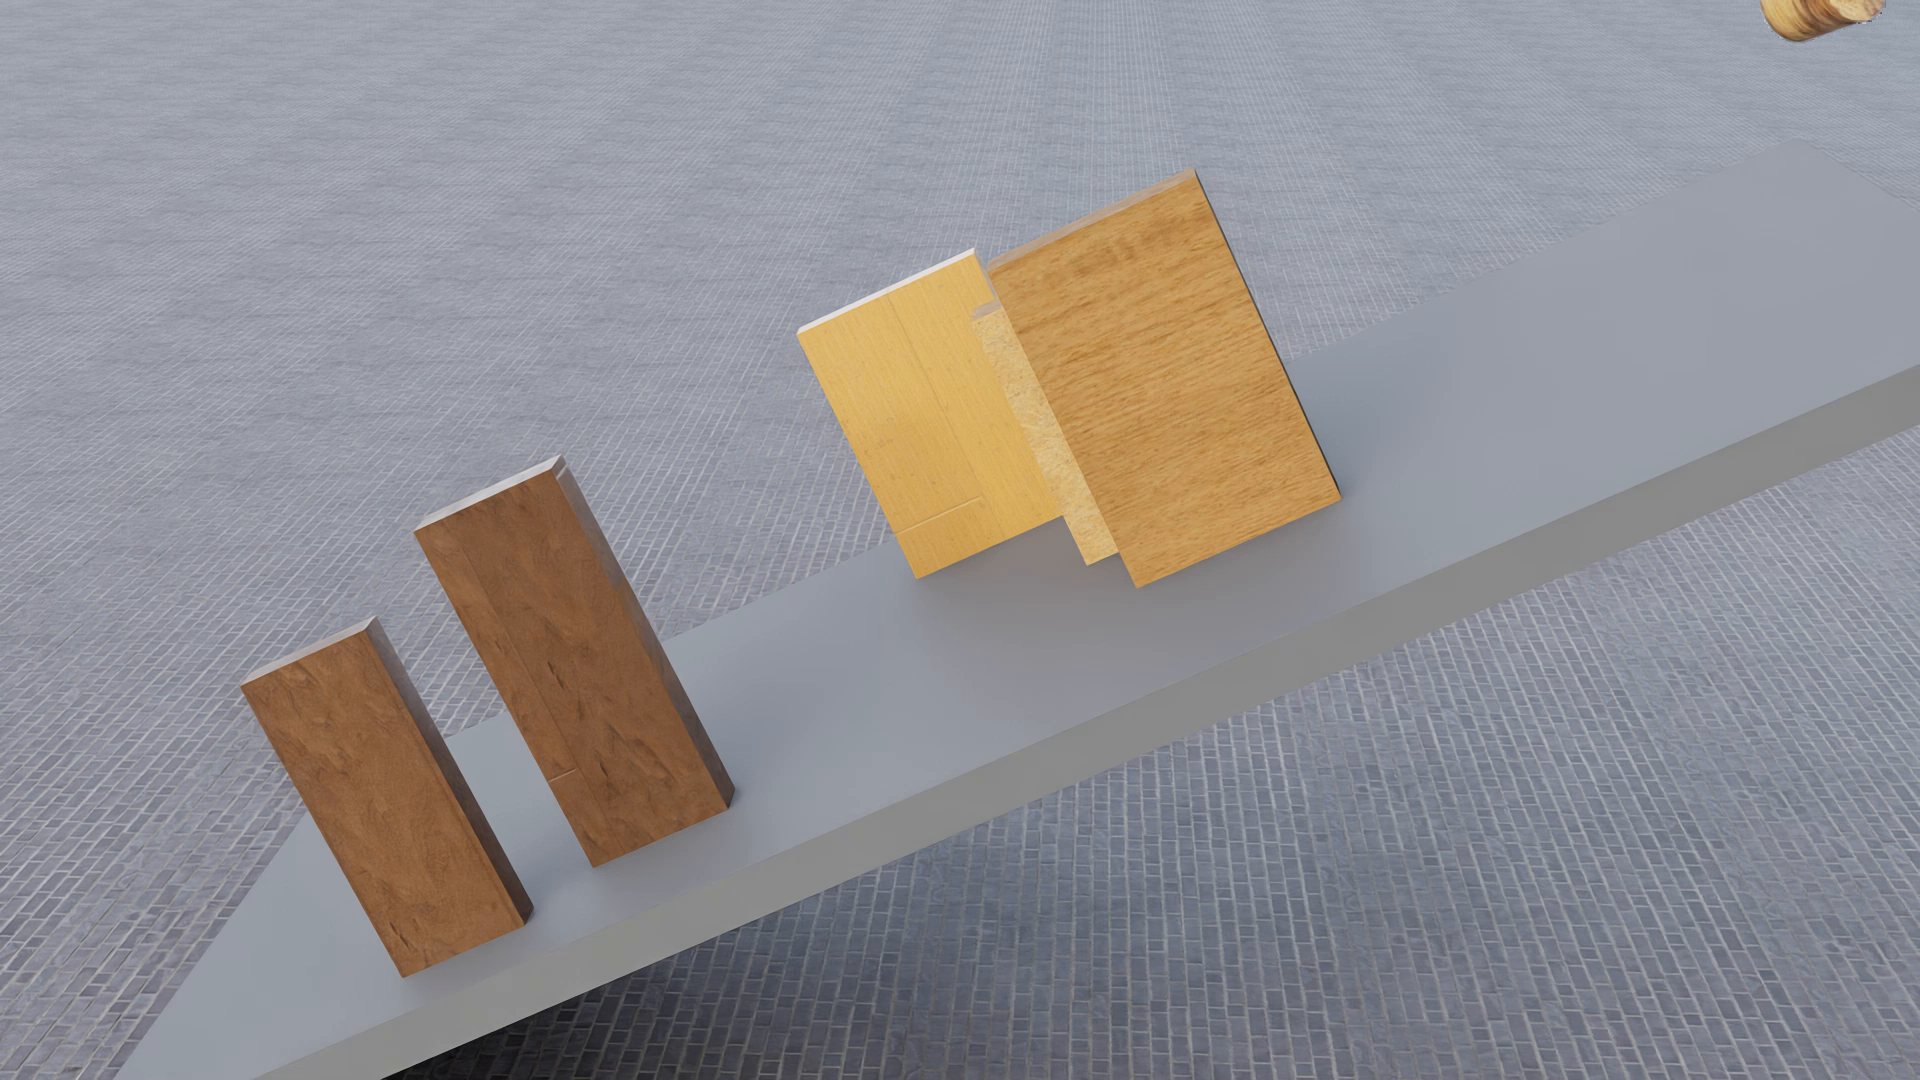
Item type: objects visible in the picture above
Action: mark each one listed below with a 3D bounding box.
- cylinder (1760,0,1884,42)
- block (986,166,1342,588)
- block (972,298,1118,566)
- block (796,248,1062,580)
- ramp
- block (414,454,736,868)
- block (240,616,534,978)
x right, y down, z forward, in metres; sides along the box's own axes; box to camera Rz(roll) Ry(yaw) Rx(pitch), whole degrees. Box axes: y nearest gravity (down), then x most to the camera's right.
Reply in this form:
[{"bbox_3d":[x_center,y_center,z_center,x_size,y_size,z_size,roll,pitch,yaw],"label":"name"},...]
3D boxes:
[{"bbox_3d":[1.760,-1.124,5.997,0.177,0.177,0.177,-8,-1,-27],"label":"cylinder"},{"bbox_3d":[0.409,-0.320,5.865,0.447,0.711,0.127,-24,13,9],"label":"block"},{"bbox_3d":[0.290,-0.281,6.229,0.311,0.579,0.143,-24,13,9],"label":"block"},{"bbox_3d":[-0.033,-0.287,6.740,0.444,0.635,0.084,-24,13,9],"label":"block"},{"bbox_3d":[0.135,0.169,6.282,4.000,0.100,2.000,-24,13,9],"label":"ramp"},{"bbox_3d":[-0.751,0.241,5.773,0.300,0.761,0.119,-24,13,9],"label":"block"},{"bbox_3d":[-1.099,0.498,5.665,0.271,0.657,0.092,-24,13,9],"label":"block"}]
